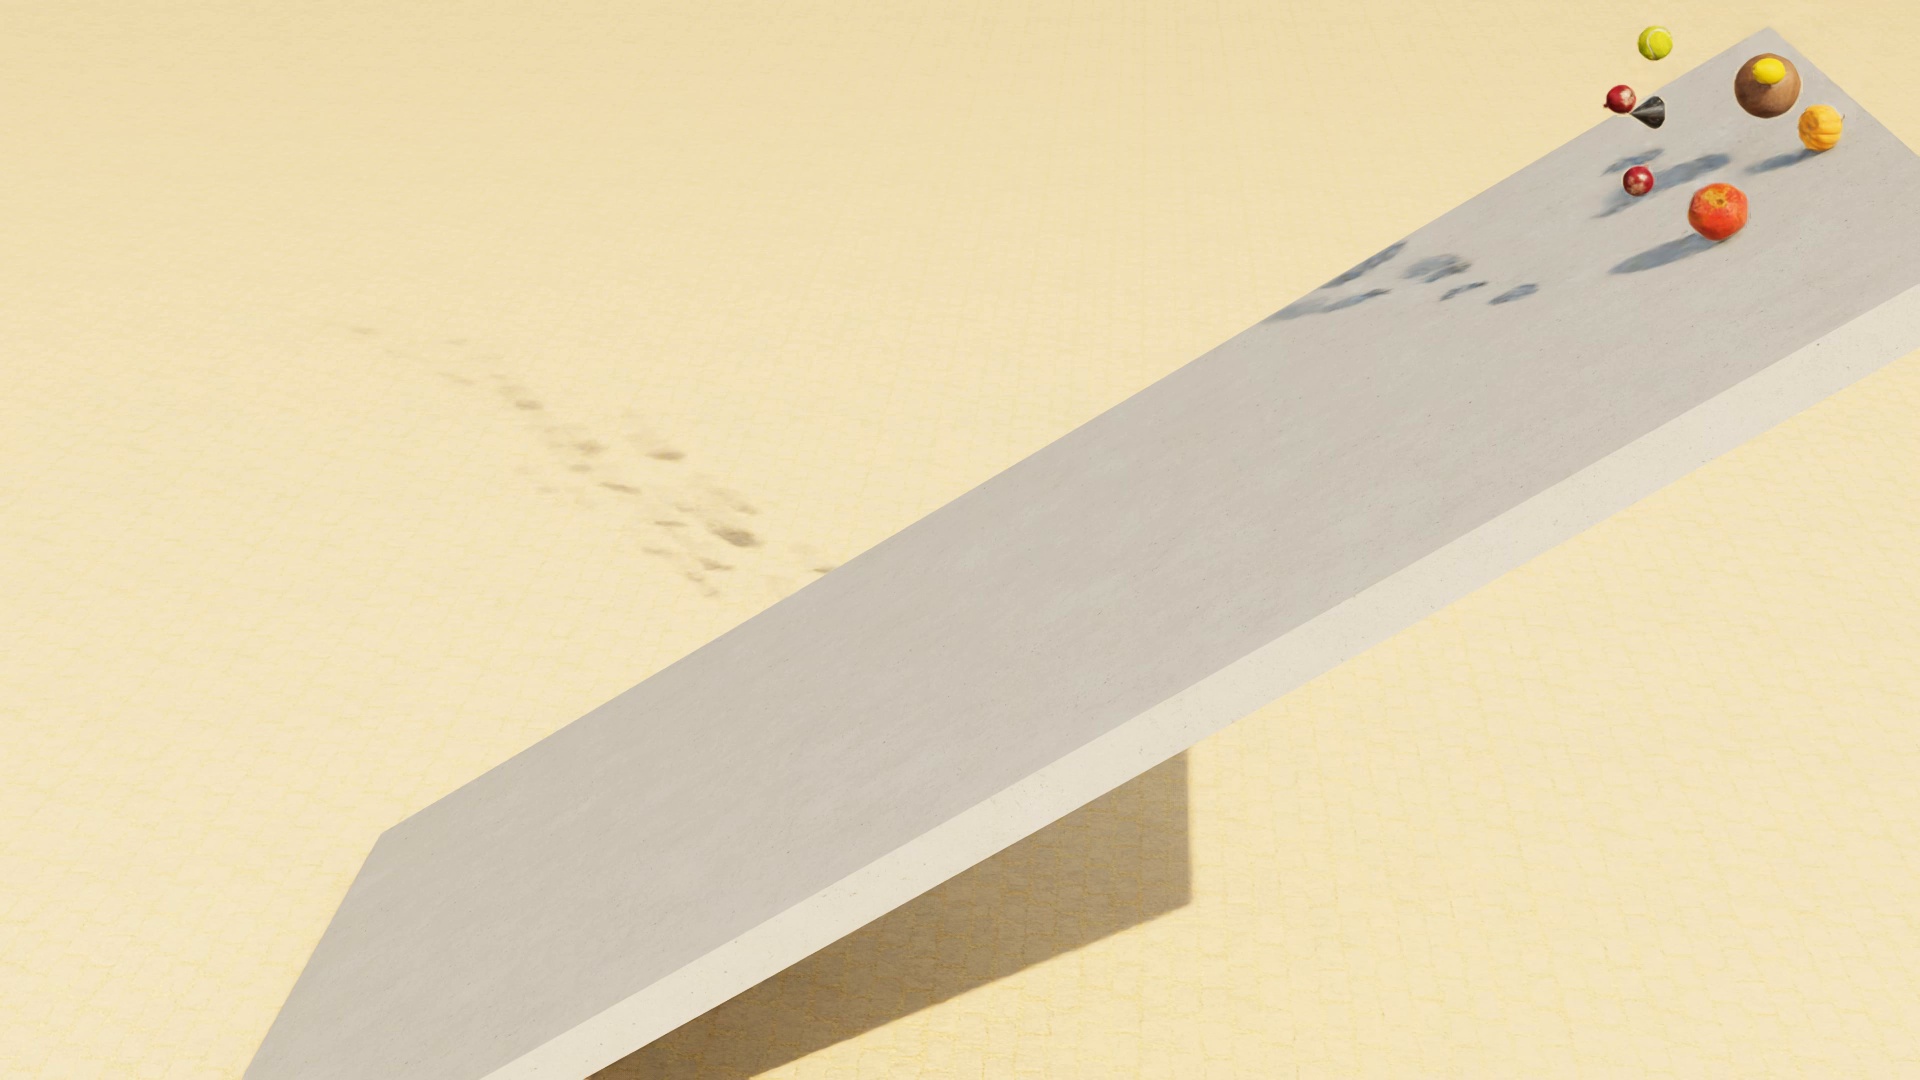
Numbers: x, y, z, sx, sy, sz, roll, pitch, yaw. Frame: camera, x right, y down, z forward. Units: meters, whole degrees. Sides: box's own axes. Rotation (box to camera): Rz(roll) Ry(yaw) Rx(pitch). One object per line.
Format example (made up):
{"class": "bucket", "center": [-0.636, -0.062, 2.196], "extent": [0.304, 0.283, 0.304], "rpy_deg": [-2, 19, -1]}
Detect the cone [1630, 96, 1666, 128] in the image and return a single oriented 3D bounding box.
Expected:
{"class": "cone", "center": [1.339, -0.839, 5.779], "extent": [0.065, 0.065, 0.065], "rpy_deg": [-7, 21, -29]}

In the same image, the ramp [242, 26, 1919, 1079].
{"class": "ramp", "center": [0.141, 0.170, 6.292], "extent": [4.000, 0.100, 2.000], "rpy_deg": [-30, 15, 13]}
